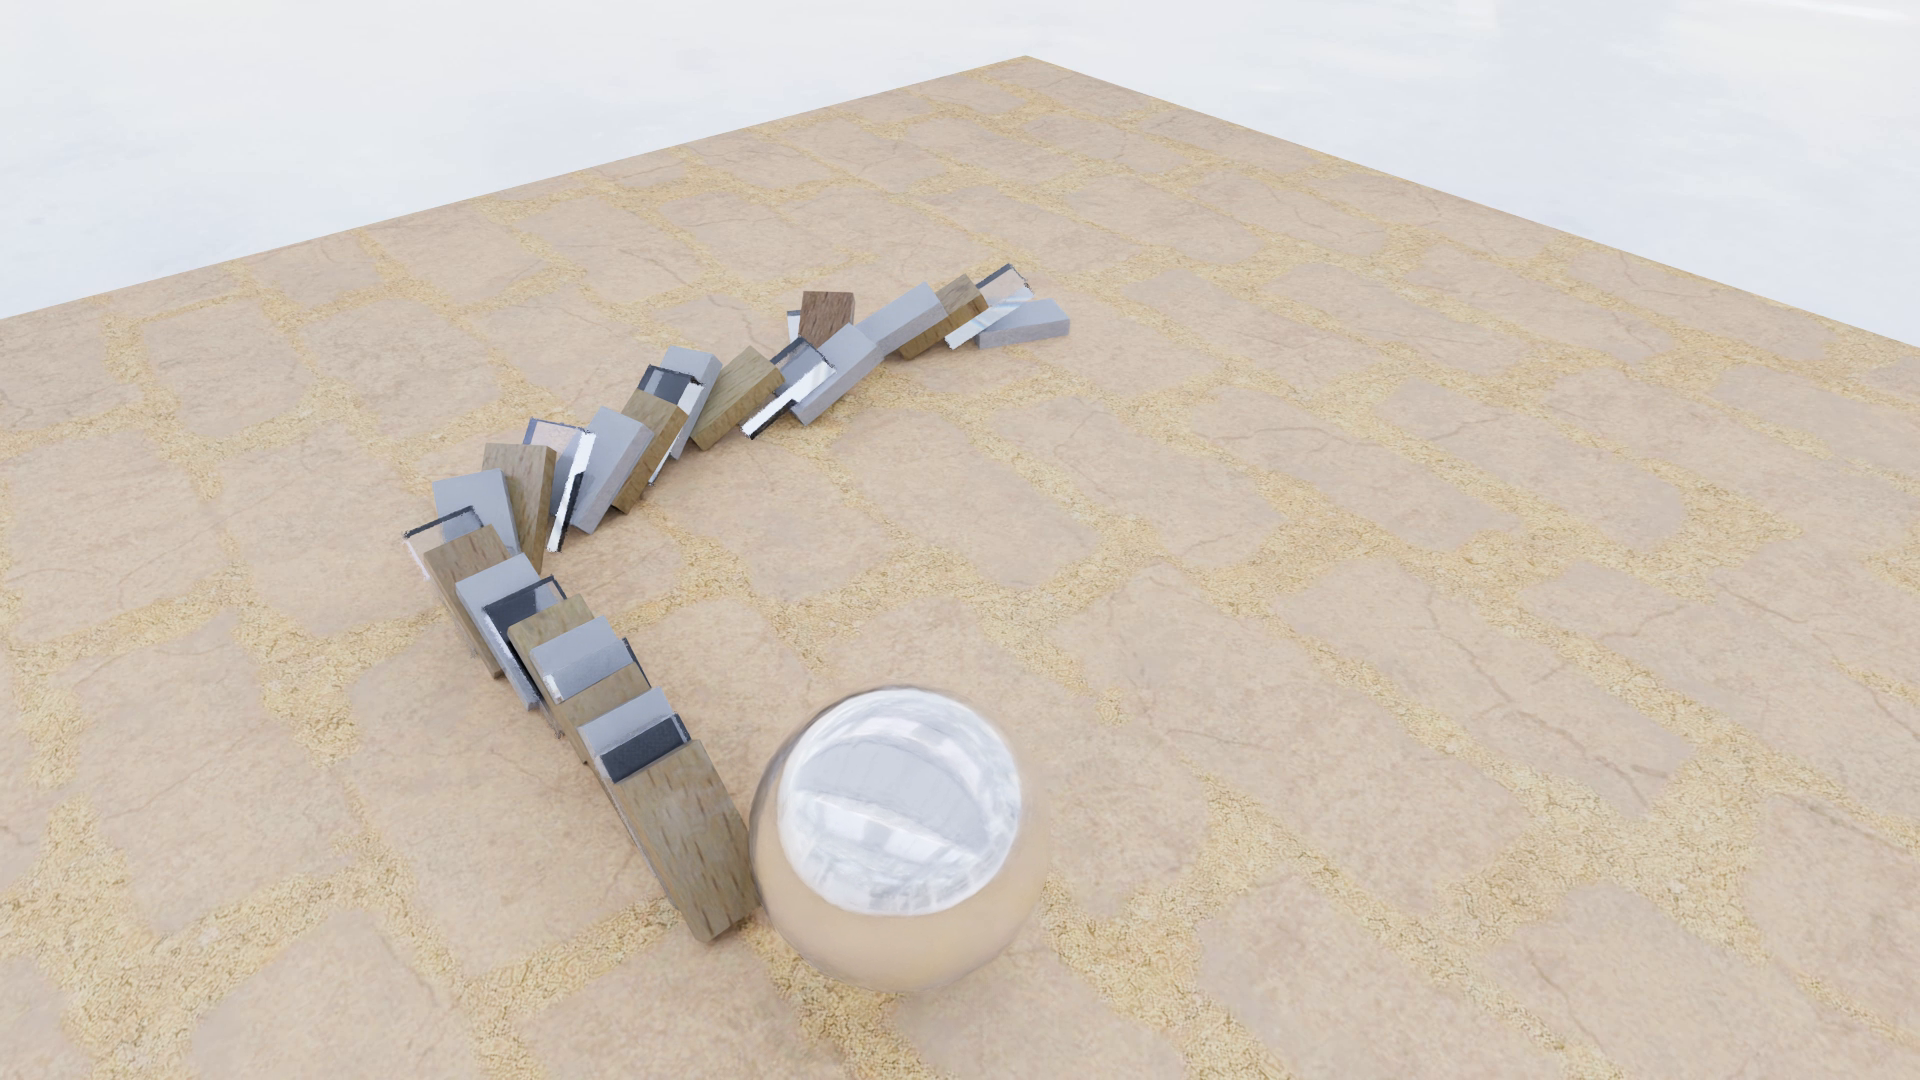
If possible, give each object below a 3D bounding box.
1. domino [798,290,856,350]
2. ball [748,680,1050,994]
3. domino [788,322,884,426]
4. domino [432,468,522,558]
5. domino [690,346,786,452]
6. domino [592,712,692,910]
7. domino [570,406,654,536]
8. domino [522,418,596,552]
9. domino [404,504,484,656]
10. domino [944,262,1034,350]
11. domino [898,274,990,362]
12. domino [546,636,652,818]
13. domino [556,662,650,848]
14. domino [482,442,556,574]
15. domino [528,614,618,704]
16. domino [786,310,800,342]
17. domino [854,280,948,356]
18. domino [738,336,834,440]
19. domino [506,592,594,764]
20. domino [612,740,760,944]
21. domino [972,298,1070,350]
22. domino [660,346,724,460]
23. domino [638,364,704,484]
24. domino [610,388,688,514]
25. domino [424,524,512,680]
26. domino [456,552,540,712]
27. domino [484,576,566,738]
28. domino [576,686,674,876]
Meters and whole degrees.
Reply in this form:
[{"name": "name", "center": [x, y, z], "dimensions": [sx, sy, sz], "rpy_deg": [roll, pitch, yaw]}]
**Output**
[{"name": "domino", "center": [-0.067, -0.099, 0.544], "dimensions": [0.025, 0.009, 0.050], "rpy_deg": [3, 71, 3]}, {"name": "ball", "center": [-0.016, 0.078, 0.293], "dimensions": [0.080, 0.080, 0.080], "rpy_deg": [0, 39, 0]}, {"name": "domino", "center": [-0.063, -0.079, 0.522], "dimensions": [0.050, 0.010, 0.025], "rpy_deg": [-42, 54, -7]}, {"name": "domino", "center": [-0.183, 0.000, 0.420], "dimensions": [0.025, 0.010, 0.050], "rpy_deg": [-14, 79, -13]}, {"name": "domino", "center": [-0.107, -0.066, 0.507], "dimensions": [0.050, 0.010, 0.025], "rpy_deg": [-43, 51, -8]}, {"name": "domino", "center": [-0.083, 0.079, 0.321], "dimensions": [0.025, 0.050, 0.009], "rpy_deg": [-29, 5, -31]}, {"name": "domino", "center": [-0.152, -0.029, 0.460], "dimensions": [0.025, 0.010, 0.050], "rpy_deg": [23, 77, 26]}, {"name": "domino", "center": [-0.169, -0.023, 0.447], "dimensions": [0.025, 0.009, 0.050], "rpy_deg": [12, 81, 14]}, {"name": "domino", "center": [-0.179, 0.015, 0.404], "dimensions": [0.025, 0.010, 0.050], "rpy_deg": [-30, 83, -31]}, {"name": "domino", "center": [0.011, -0.122, 0.572], "dimensions": [0.050, 0.010, 0.025], "rpy_deg": [-33, 42, 4]}, {"name": "domino", "center": [-0.012, -0.115, 0.567], "dimensions": [0.050, 0.009, 0.025], "rpy_deg": [-33, 43, 4]}, {"name": "domino", "center": [-0.106, 0.059, 0.345], "dimensions": [0.025, 0.050, 0.009], "rpy_deg": [-28, 4, -31]}, {"name": "domino", "center": [-0.099, 0.066, 0.336], "dimensions": [0.025, 0.050, 0.010], "rpy_deg": [-31, 6, -31]}, {"name": "domino", "center": [-0.177, -0.013, 0.435], "dimensions": [0.025, 0.010, 0.050], "rpy_deg": [3, 80, 4]}, {"name": "domino", "center": [-0.115, 0.052, 0.356], "dimensions": [0.025, 0.009, 0.050], "rpy_deg": [-29, 87, -31]}, {"name": "domino", "center": [-0.076, -0.104, 0.570], "dimensions": [0.025, 0.010, 0.050], "rpy_deg": [-6, 40, -8]}, {"name": "domino", "center": [-0.033, -0.110, 0.561], "dimensions": [0.050, 0.010, 0.025], "rpy_deg": [-32, 43, 3]}, {"name": "domino", "center": [-0.086, -0.072, 0.514], "dimensions": [0.050, 0.010, 0.025], "rpy_deg": [-41, 51, -7]}, {"name": "domino", "center": [-0.126, 0.046, 0.365], "dimensions": [0.025, 0.010, 0.050], "rpy_deg": [-30, 85, -31]}, {"name": "domino", "center": [-0.075, 0.085, 0.313], "dimensions": [0.025, 0.050, 0.009], "rpy_deg": [-29, 5, -31]}, {"name": "domino", "center": [0.030, -0.115, 0.584], "dimensions": [0.050, 0.009, 0.025], "rpy_deg": [-12, 41, -14]}, {"name": "domino", "center": [-0.130, -0.063, 0.499], "dimensions": [0.025, 0.009, 0.050], "rpy_deg": [14, 73, 24]}, {"name": "domino", "center": [-0.136, -0.051, 0.485], "dimensions": [0.025, 0.010, 0.050], "rpy_deg": [16, 74, 24]}, {"name": "domino", "center": [-0.140, -0.038, 0.470], "dimensions": [0.025, 0.010, 0.050], "rpy_deg": [23, 77, 26]}, {"name": "domino", "center": [-0.168, 0.022, 0.395], "dimensions": [0.025, 0.009, 0.050], "rpy_deg": [-30, 83, -31]}, {"name": "domino", "center": [-0.152, 0.032, 0.385], "dimensions": [0.025, 0.009, 0.050], "rpy_deg": [-29, 79, -31]}, {"name": "domino", "center": [-0.138, 0.039, 0.376], "dimensions": [0.025, 0.009, 0.050], "rpy_deg": [-30, 79, -31]}, {"name": "domino", "center": [-0.091, 0.072, 0.329], "dimensions": [0.025, 0.050, 0.010], "rpy_deg": [-28, 4, -31]}]
